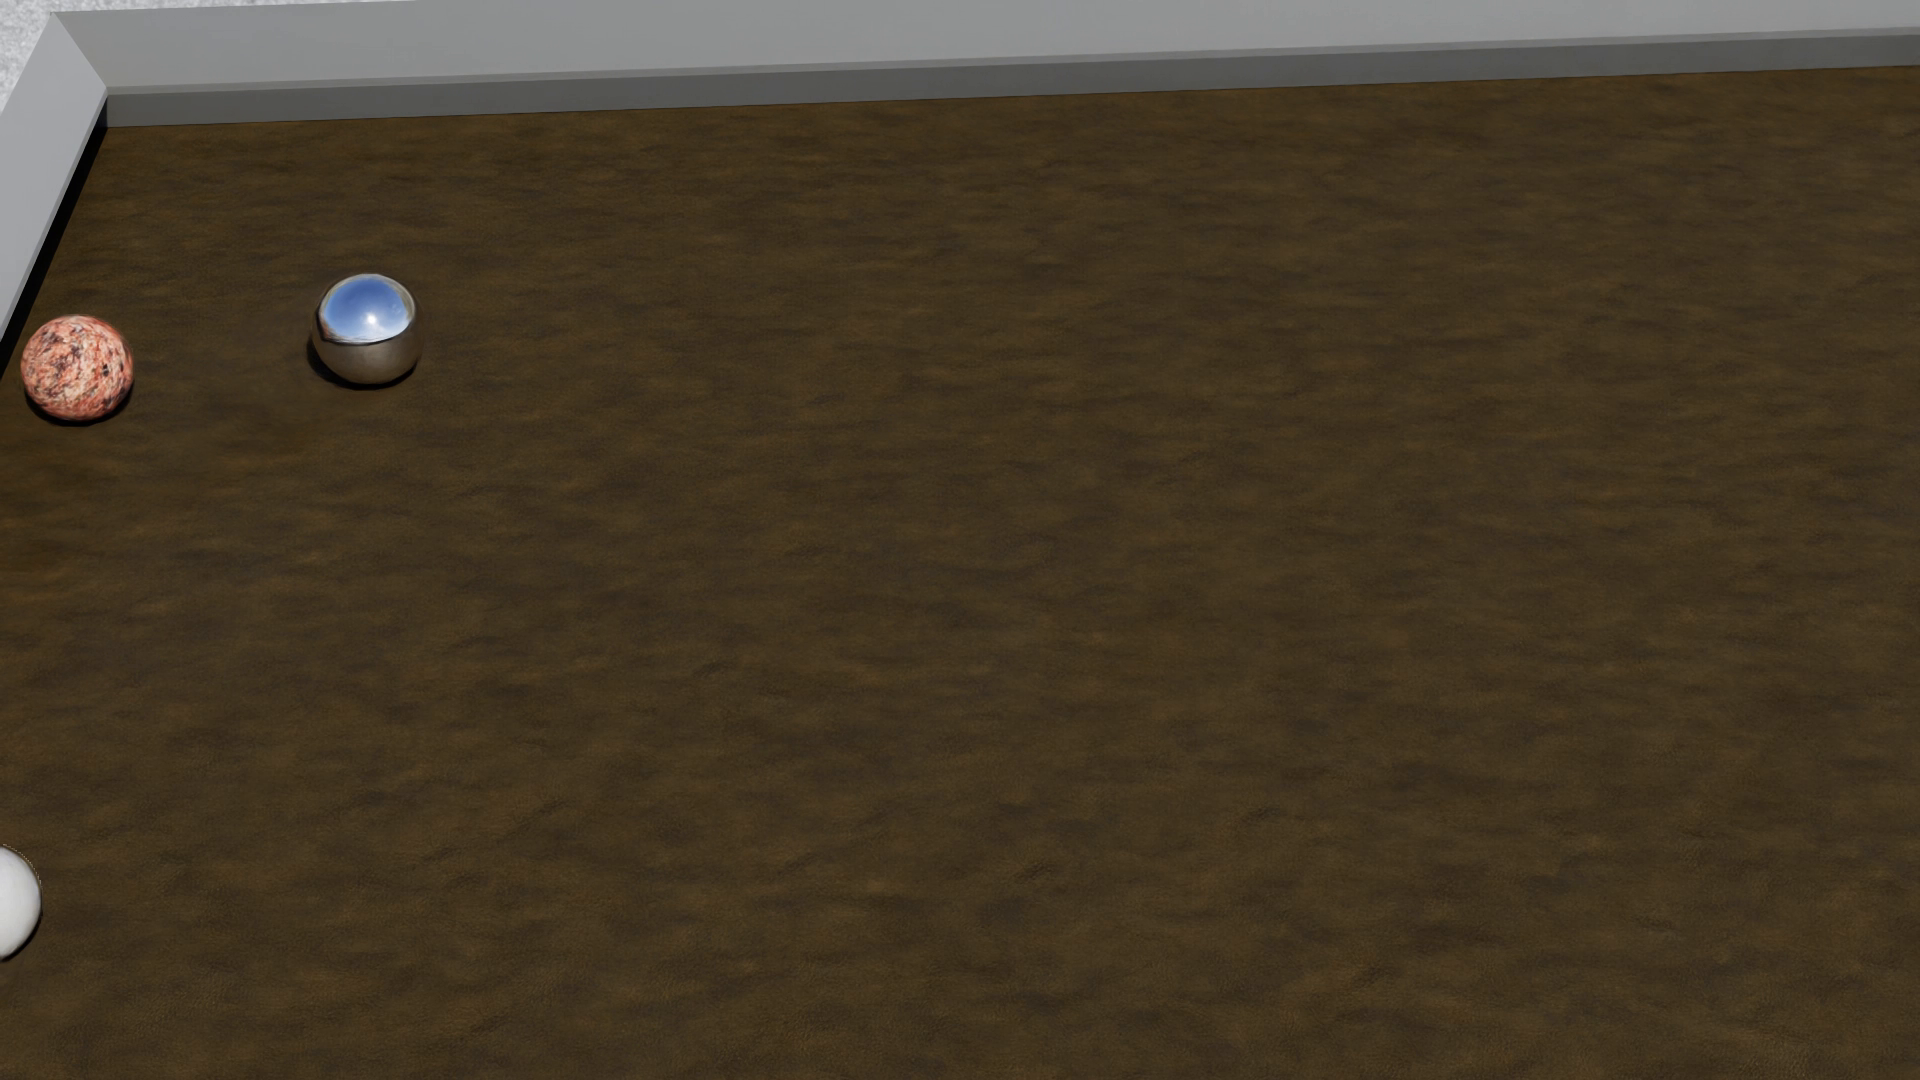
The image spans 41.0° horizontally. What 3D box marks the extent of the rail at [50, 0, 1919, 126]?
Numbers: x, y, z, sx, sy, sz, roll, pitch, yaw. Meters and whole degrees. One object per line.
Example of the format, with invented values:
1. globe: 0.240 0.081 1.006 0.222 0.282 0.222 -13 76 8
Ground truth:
1. rail: 0.673 -0.464 2.317 2.920 0.109 0.045 -3 36 -4

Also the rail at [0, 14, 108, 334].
1. rail: -0.704 0.016 1.651 0.045 0.109 1.473 -3 36 -4

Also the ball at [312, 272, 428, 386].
1. ball: -0.441 -0.158 1.915 0.084 0.084 0.084 0 36 0

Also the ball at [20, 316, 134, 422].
1. ball: -0.645 -0.125 1.875 0.078 0.078 0.078 0 36 0

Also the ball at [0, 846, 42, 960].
1. ball: -0.547 0.203 1.427 0.069 0.069 0.069 0 36 0
